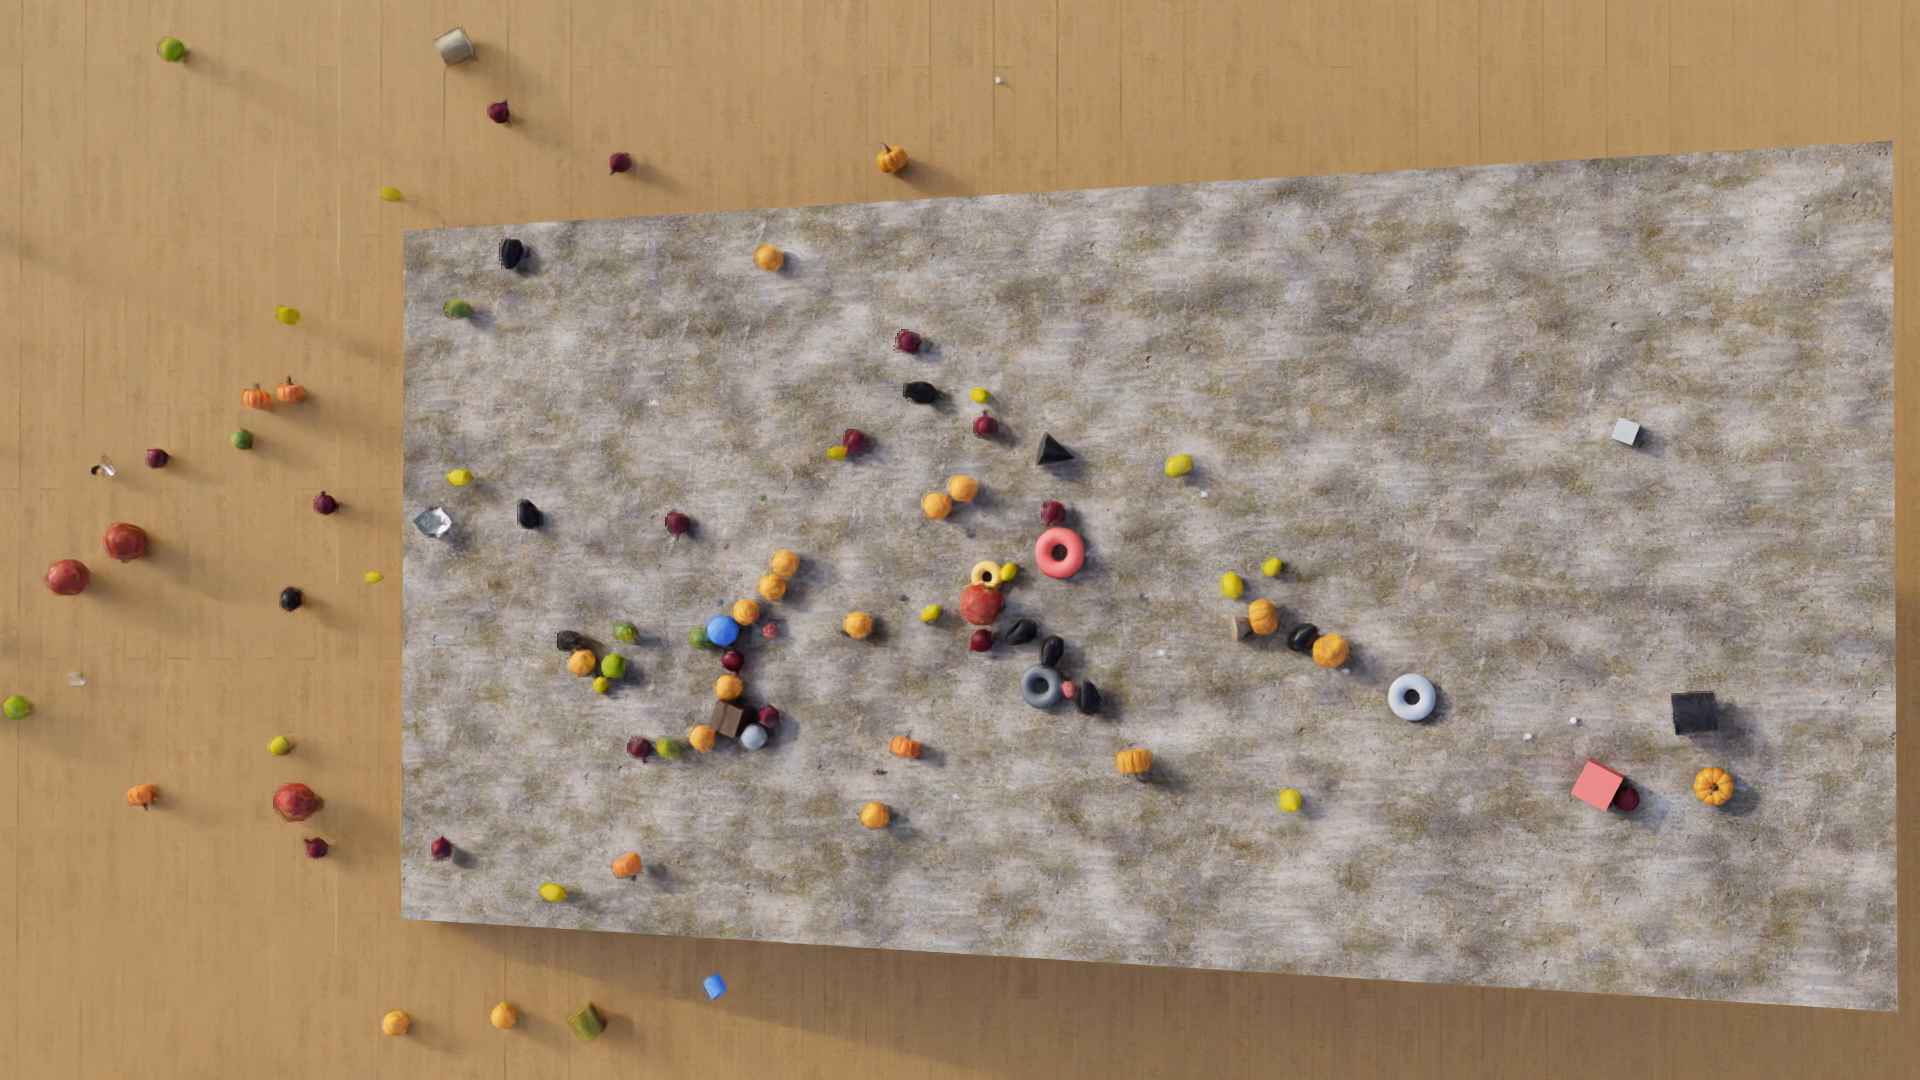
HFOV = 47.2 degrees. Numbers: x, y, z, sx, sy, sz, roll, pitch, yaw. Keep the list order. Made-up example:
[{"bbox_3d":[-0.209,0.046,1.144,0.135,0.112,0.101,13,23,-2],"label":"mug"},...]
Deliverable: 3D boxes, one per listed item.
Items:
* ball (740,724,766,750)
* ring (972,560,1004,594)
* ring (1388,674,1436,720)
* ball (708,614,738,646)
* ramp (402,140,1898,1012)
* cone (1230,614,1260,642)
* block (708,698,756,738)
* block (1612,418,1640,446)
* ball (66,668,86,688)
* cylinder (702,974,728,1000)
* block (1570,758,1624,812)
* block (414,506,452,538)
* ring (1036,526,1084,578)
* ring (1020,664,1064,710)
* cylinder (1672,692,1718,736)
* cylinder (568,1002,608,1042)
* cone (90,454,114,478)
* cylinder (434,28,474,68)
[{"bbox_3d":[-0.559,0.533,5.970,0.070,0.070,0.070,0,89,0],"label":"ball"},{"bbox_3d":[0.072,0.096,5.773,0.088,0.029,0.088,1,93,19],"label":"ring"},{"bbox_3d":[1.109,0.386,5.394,0.116,0.039,0.116,0,90,19],"label":"ring"},{"bbox_3d":[-0.646,0.246,5.997,0.085,0.085,0.085,0,89,0],"label":"ball"},{"bbox_3d":[0.280,0.090,5.767,4.000,0.100,2.000,0,89,20],"label":"ramp"},{"bbox_3d":[0.723,0.214,5.537,0.072,0.072,0.072,-9,89,-7],"label":"cone"},{"bbox_3d":[-0.621,0.485,5.987,0.081,0.081,0.081,20,96,19],"label":"block"},{"bbox_3d":[1.583,-0.257,5.227,0.051,0.051,0.051,22,97,19],"label":"block"},{"bbox_3d":[-2.594,0.405,6.455,0.054,0.054,0.054,0,89,0],"label":"ball"},{"bbox_3d":[-0.675,1.232,6.070,0.052,0.052,0.052,-32,75,0],"label":"cylinder"},{"bbox_3d":[1.514,0.580,5.221,0.088,0.088,0.088,28,99,18],"label":"block"},{"bbox_3d":[-1.516,-0.051,6.323,0.064,0.064,0.064,-44,76,14],"label":"block"},{"bbox_3d":[0.258,0.033,5.699,0.135,0.045,0.135,0,89,21],"label":"ring"},{"bbox_3d":[0.213,0.380,5.713,0.120,0.040,0.120,-1,88,21],"label":"ring"},{"bbox_3d":[1.721,0.407,5.146,0.094,0.094,0.094,-6,89,19],"label":"cylinder"},{"bbox_3d":[-1.087,1.407,6.420,0.085,0.085,0.085,-35,96,0],"label":"cylinder"},{"bbox_3d":[-2.523,-0.231,6.476,0.066,0.066,0.066,-8,62,0],"label":"cone"},{"bbox_3d":[-1.486,-1.447,6.464,0.084,0.084,0.084,-28,89,0],"label":"cylinder"}]
